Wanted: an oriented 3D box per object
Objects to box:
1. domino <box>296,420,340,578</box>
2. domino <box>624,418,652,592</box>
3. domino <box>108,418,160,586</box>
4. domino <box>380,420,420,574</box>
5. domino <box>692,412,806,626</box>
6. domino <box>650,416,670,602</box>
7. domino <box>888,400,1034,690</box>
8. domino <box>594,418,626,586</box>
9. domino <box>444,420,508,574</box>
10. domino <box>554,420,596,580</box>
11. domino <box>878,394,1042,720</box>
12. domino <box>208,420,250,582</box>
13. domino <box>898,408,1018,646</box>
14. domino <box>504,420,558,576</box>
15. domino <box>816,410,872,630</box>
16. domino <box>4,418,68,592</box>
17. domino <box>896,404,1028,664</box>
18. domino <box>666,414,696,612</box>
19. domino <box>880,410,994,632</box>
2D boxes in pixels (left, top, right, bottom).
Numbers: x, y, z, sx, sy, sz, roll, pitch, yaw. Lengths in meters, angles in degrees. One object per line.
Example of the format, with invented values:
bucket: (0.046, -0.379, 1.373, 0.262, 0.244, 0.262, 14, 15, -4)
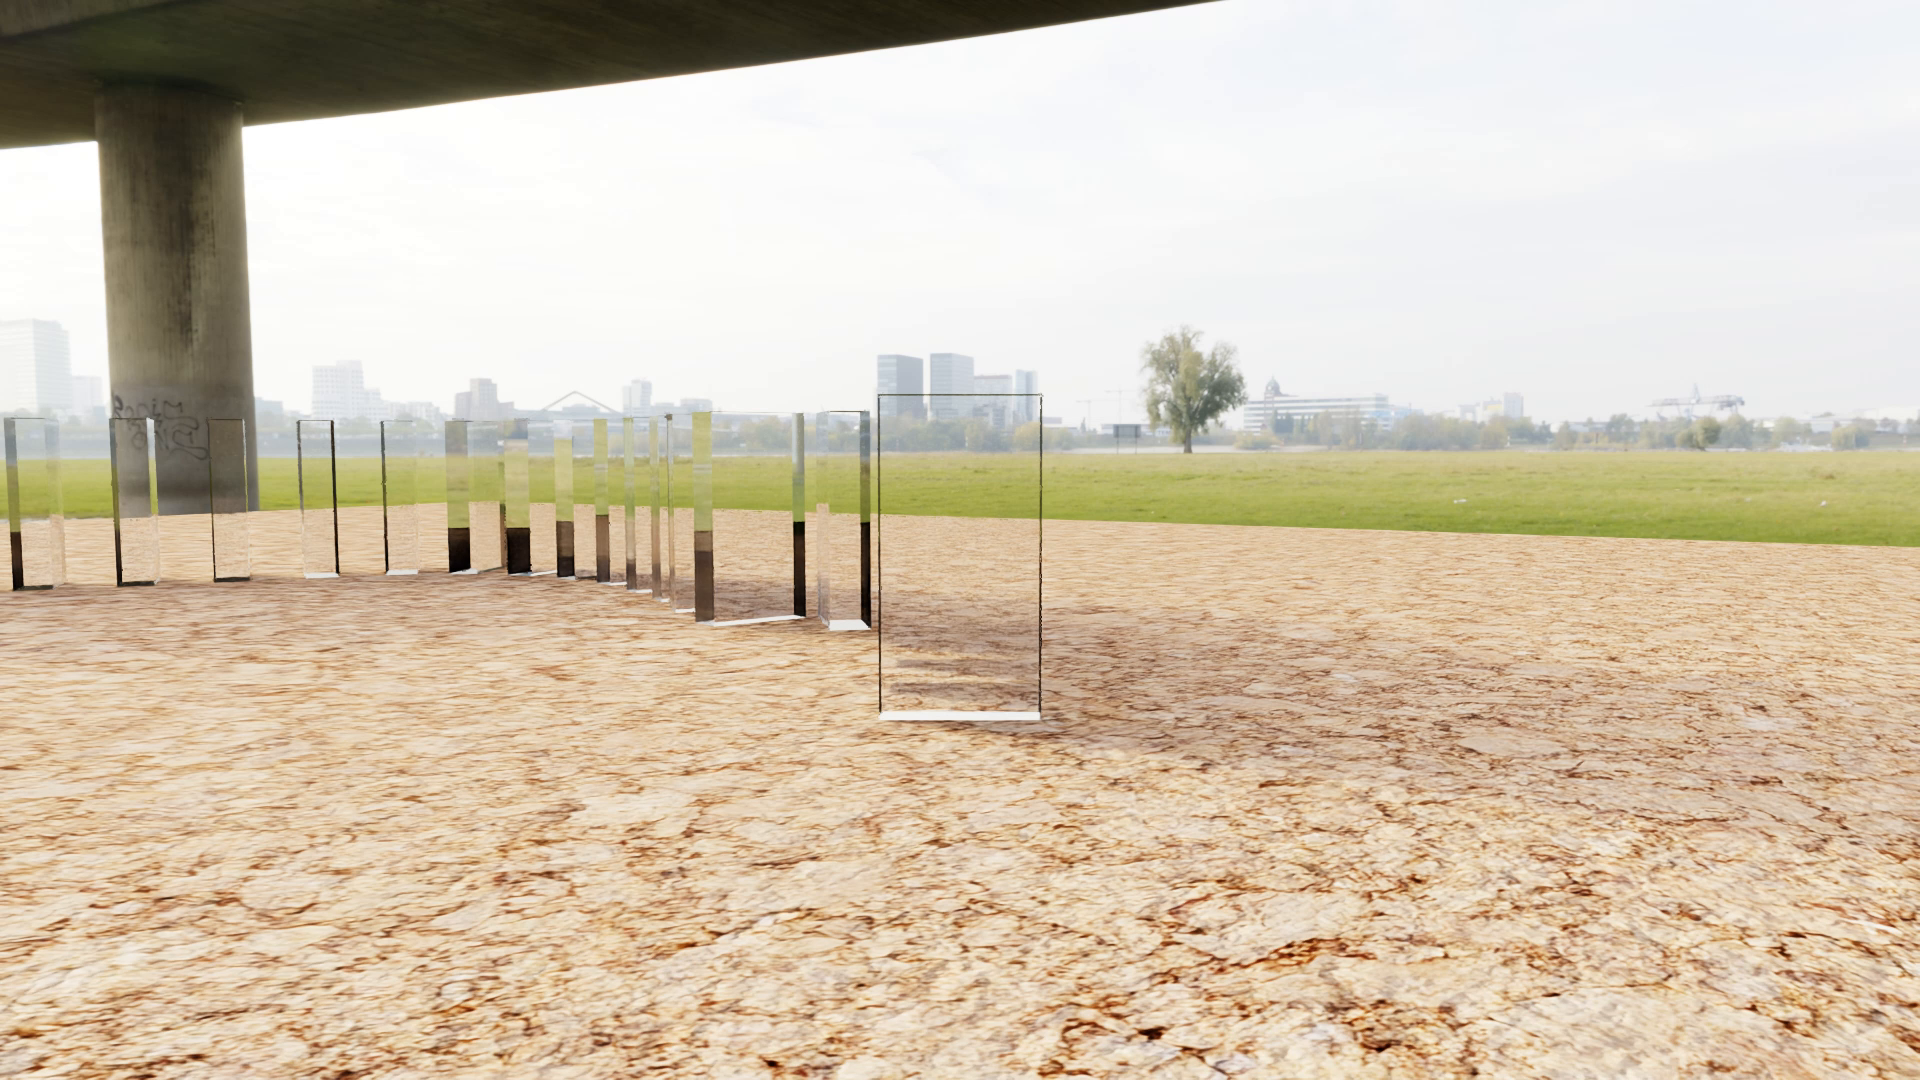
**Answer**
domino: (-0.209, -0.014, 0.417, 0.010, 0.050, 0.025, -2, 5, -30)
domino: (-0.084, -0.011, 0.375, 0.025, 0.050, 0.009, -3, 5, -32)
domino: (-0.253, -0.012, 0.393, 0.009, 0.050, 0.025, -2, 5, -28)
domino: (-0.187, -0.015, 0.428, 0.010, 0.050, 0.025, -2, 5, -20)
domino: (-0.051, -0.006, 0.309, 0.025, 0.050, 0.009, -3, 5, -39)
domino: (-0.072, -0.009, 0.354, 0.025, 0.050, 0.010, -2, 5, -28)
domino: (0.000, 0.001, 0.226, 0.025, 0.050, 0.010, 0, 4, 1)
domino: (-0.099, -0.012, 0.395, 0.025, 0.050, 0.010, -4, 6, -40)
domino: (-0.162, -0.015, 0.432, 0.009, 0.050, 0.025, 0, 4, 5)
domino: (-0.117, -0.013, 0.413, 0.010, 0.050, 0.025, 3, 5, 38)
domino: (0.000, 0.002, 0.201, 0.025, 0.050, 0.010, 0, 4, 0)
domino: (-0.231, -0.013, 0.405, 0.010, 0.050, 0.025, -2, 5, -28)
domino: (-0.001, -0.003, 0.275, 0.025, 0.050, 0.010, 0, 4, -4)
domino: (-0.138, -0.014, 0.425, 0.009, 0.050, 0.025, 2, 5, 22)
domino: (-0.028, -0.005, 0.304, 0.010, 0.050, 0.025, -1, 4, -13)
domino: (-0.275, -0.011, 0.382, 0.010, 0.050, 0.025, -2, 5, -27)
domino: (0.000, -0.001, 0.251, 0.025, 0.050, 0.010, 0, 4, -1)
domino: (-0.062, -0.007, 0.331, 0.025, 0.050, 0.010, -2, 5, -22)
domino: (-0.005, -0.005, 0.300, 0.025, 0.050, 0.009, -2, 5, -29)
